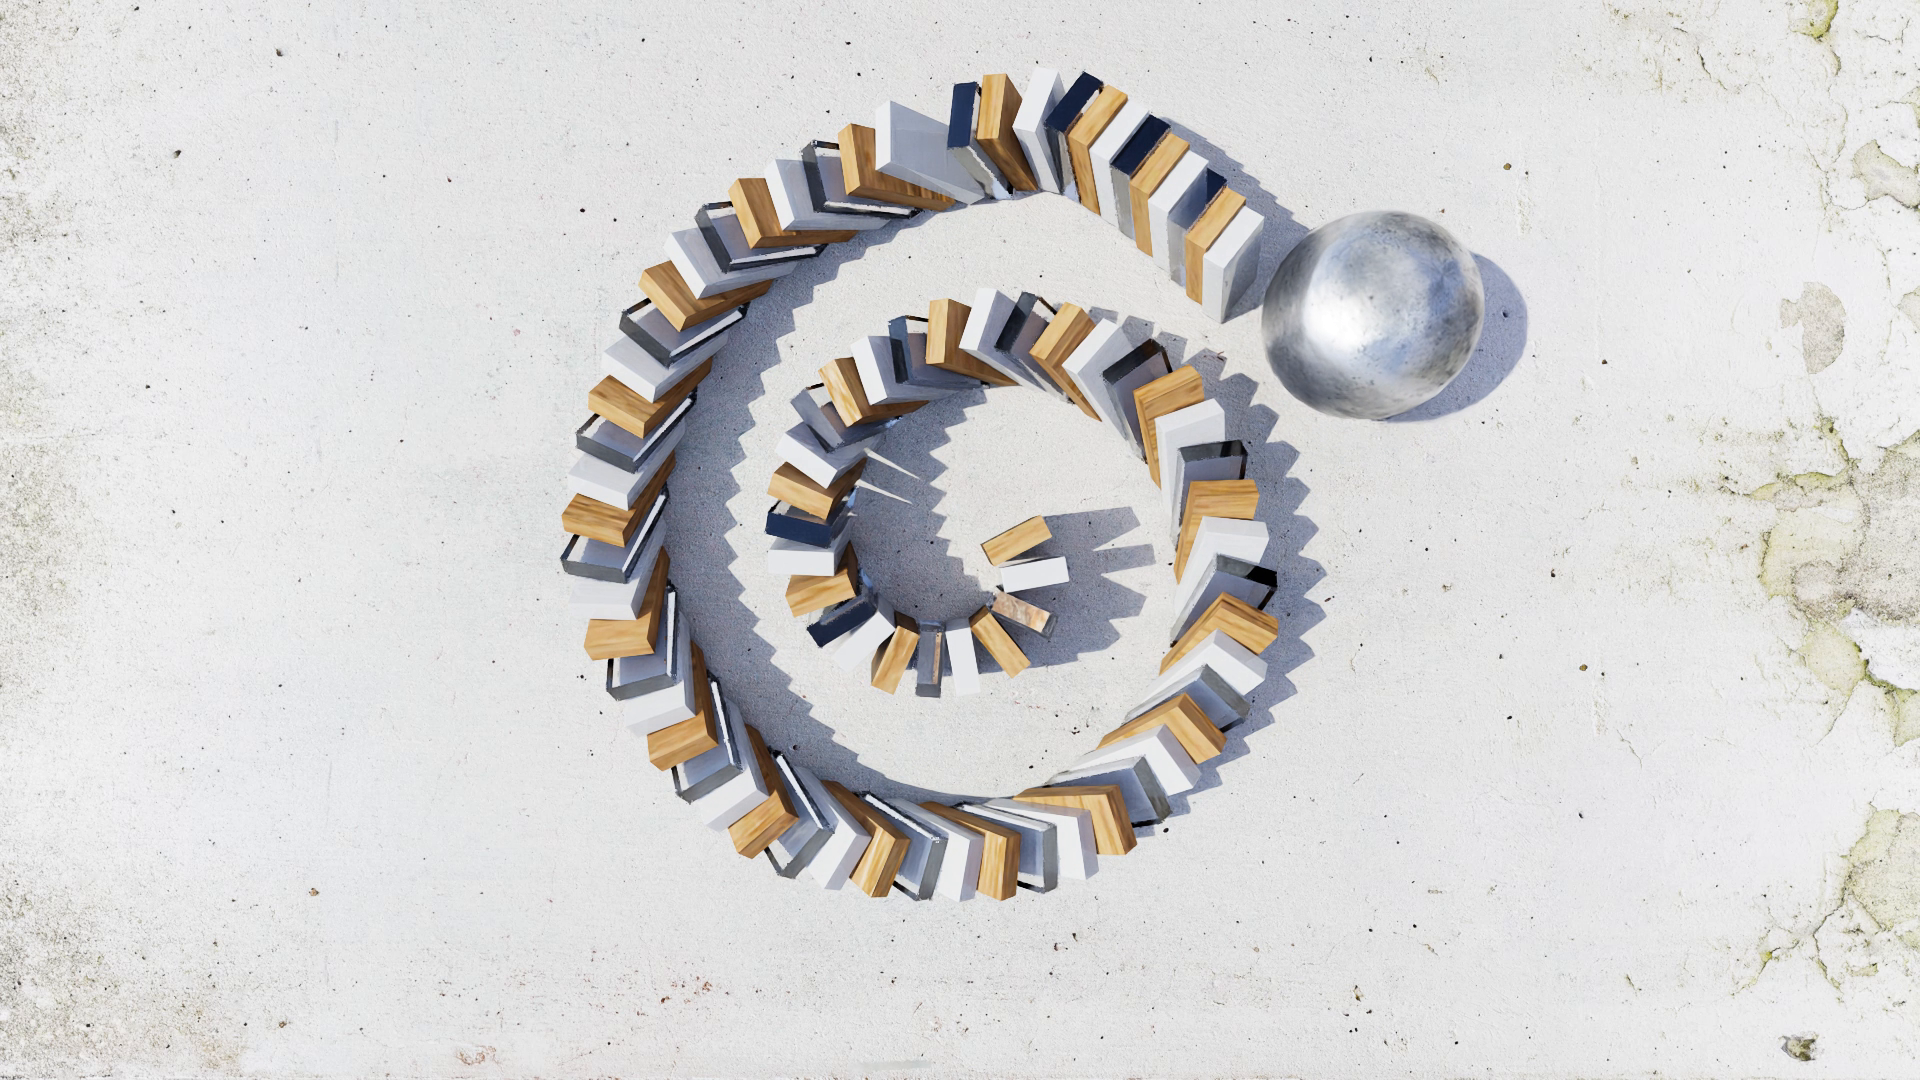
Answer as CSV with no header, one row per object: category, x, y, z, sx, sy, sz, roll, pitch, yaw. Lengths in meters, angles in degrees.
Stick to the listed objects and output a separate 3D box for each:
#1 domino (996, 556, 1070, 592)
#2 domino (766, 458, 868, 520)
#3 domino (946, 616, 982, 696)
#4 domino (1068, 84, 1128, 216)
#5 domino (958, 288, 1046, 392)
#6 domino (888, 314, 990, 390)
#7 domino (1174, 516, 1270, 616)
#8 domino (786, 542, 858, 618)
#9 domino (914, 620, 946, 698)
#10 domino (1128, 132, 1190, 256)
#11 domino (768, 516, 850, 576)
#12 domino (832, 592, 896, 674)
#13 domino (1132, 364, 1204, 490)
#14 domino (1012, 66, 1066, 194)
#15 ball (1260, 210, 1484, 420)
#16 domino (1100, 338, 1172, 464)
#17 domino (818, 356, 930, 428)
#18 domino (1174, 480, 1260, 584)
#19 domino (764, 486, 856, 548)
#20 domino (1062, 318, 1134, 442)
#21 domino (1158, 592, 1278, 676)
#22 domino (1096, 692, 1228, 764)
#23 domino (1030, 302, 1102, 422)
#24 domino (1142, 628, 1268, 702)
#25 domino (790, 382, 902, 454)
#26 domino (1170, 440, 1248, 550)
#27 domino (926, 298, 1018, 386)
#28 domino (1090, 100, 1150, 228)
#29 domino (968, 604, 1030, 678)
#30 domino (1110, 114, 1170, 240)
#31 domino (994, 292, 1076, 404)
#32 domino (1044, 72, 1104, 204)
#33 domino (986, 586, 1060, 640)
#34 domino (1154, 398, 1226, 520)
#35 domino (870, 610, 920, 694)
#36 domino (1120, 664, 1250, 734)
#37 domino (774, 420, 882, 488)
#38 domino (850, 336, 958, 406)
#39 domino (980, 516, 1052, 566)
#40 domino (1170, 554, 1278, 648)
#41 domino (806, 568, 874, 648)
domino,0.029,0.014,0.375,0.025,0.050,0.010,-10,89,0
domino,-0.057,-0.027,0.375,0.025,0.050,0.009,24,115,0
domino,0.001,0.047,0.375,0.010,0.050,0.025,-10,90,0
domino,0.059,-0.158,0.375,0.009,0.050,0.025,39,90,18
domino,0.022,-0.082,0.378,0.010,0.050,0.025,18,90,40
domino,-0.008,-0.076,0.377,0.009,0.050,0.025,-8,90,38
domino,0.107,0.013,0.379,0.025,0.009,0.050,6,134,0
domino,-0.056,0.015,0.375,0.025,0.050,0.010,-19,106,0
domino,-0.013,0.048,0.375,0.009,0.050,0.025,5,90,-4
domino,0.082,-0.140,0.375,0.009,0.050,0.025,39,90,18
domino,-0.060,0.001,0.375,0.025,0.050,0.010,3,108,0
domino,-0.039,0.037,0.375,0.025,0.050,0.009,-43,98,0
domino,0.089,-0.046,0.379,0.025,0.050,0.010,-26,45,-1
domino,0.036,-0.166,0.375,0.010,0.050,0.025,21,90,18
ball,0.160,-0.087,0.360,0.080,0.080,0.080,0,90,0
domino,0.078,-0.056,0.379,0.025,0.050,0.010,-35,46,0
domino,-0.034,-0.063,0.377,0.009,0.050,0.025,-26,90,33
domino,0.105,-0.003,0.379,0.025,0.010,0.050,-2,134,0
domino,-0.060,-0.013,0.375,0.025,0.050,0.010,14,112,0
domino,0.064,-0.065,0.379,0.025,0.050,0.009,-48,46,0
domino,0.106,0.045,0.379,0.025,0.009,0.050,27,134,-1
domino,0.082,0.085,0.380,0.025,0.009,0.050,48,133,0
domino,0.051,-0.073,0.378,0.009,0.050,0.025,35,90,43
domino,0.100,0.060,0.379,0.025,0.010,0.050,35,133,-1
domino,-0.045,-0.054,0.376,0.009,0.050,0.025,-36,90,30
domino,0.102,-0.017,0.379,0.025,0.010,0.050,-8,134,0
domino,0.007,-0.081,0.378,0.009,0.050,0.025,4,90,39
domino,0.067,-0.152,0.375,0.009,0.050,0.025,39,90,18
domino,0.015,0.041,0.375,0.010,0.050,0.025,-39,90,-1
domino,0.075,-0.147,0.375,0.010,0.050,0.025,39,90,18
domino,0.037,-0.078,0.378,0.009,0.050,0.025,27,90,41
domino,0.050,-0.163,0.375,0.009,0.050,0.025,38,90,18
domino,0.025,0.029,0.375,0.025,0.050,0.009,25,89,0
domino,0.096,-0.032,0.379,0.025,0.009,0.050,-19,135,-1
domino,-0.027,0.045,0.375,0.009,0.050,0.025,24,90,-6
domino,0.092,0.073,0.379,0.025,0.010,0.050,43,133,-1
domino,-0.053,-0.040,0.376,0.025,0.050,0.009,35,118,0
domino,-0.022,-0.070,0.377,0.010,0.050,0.025,-18,90,36
domino,0.022,0.000,0.375,0.025,0.050,0.009,-28,90,0
domino,0.108,0.029,0.379,0.025,0.009,0.050,17,134,0
domino,-0.048,0.027,0.375,0.025,0.050,0.009,-32,102,0
